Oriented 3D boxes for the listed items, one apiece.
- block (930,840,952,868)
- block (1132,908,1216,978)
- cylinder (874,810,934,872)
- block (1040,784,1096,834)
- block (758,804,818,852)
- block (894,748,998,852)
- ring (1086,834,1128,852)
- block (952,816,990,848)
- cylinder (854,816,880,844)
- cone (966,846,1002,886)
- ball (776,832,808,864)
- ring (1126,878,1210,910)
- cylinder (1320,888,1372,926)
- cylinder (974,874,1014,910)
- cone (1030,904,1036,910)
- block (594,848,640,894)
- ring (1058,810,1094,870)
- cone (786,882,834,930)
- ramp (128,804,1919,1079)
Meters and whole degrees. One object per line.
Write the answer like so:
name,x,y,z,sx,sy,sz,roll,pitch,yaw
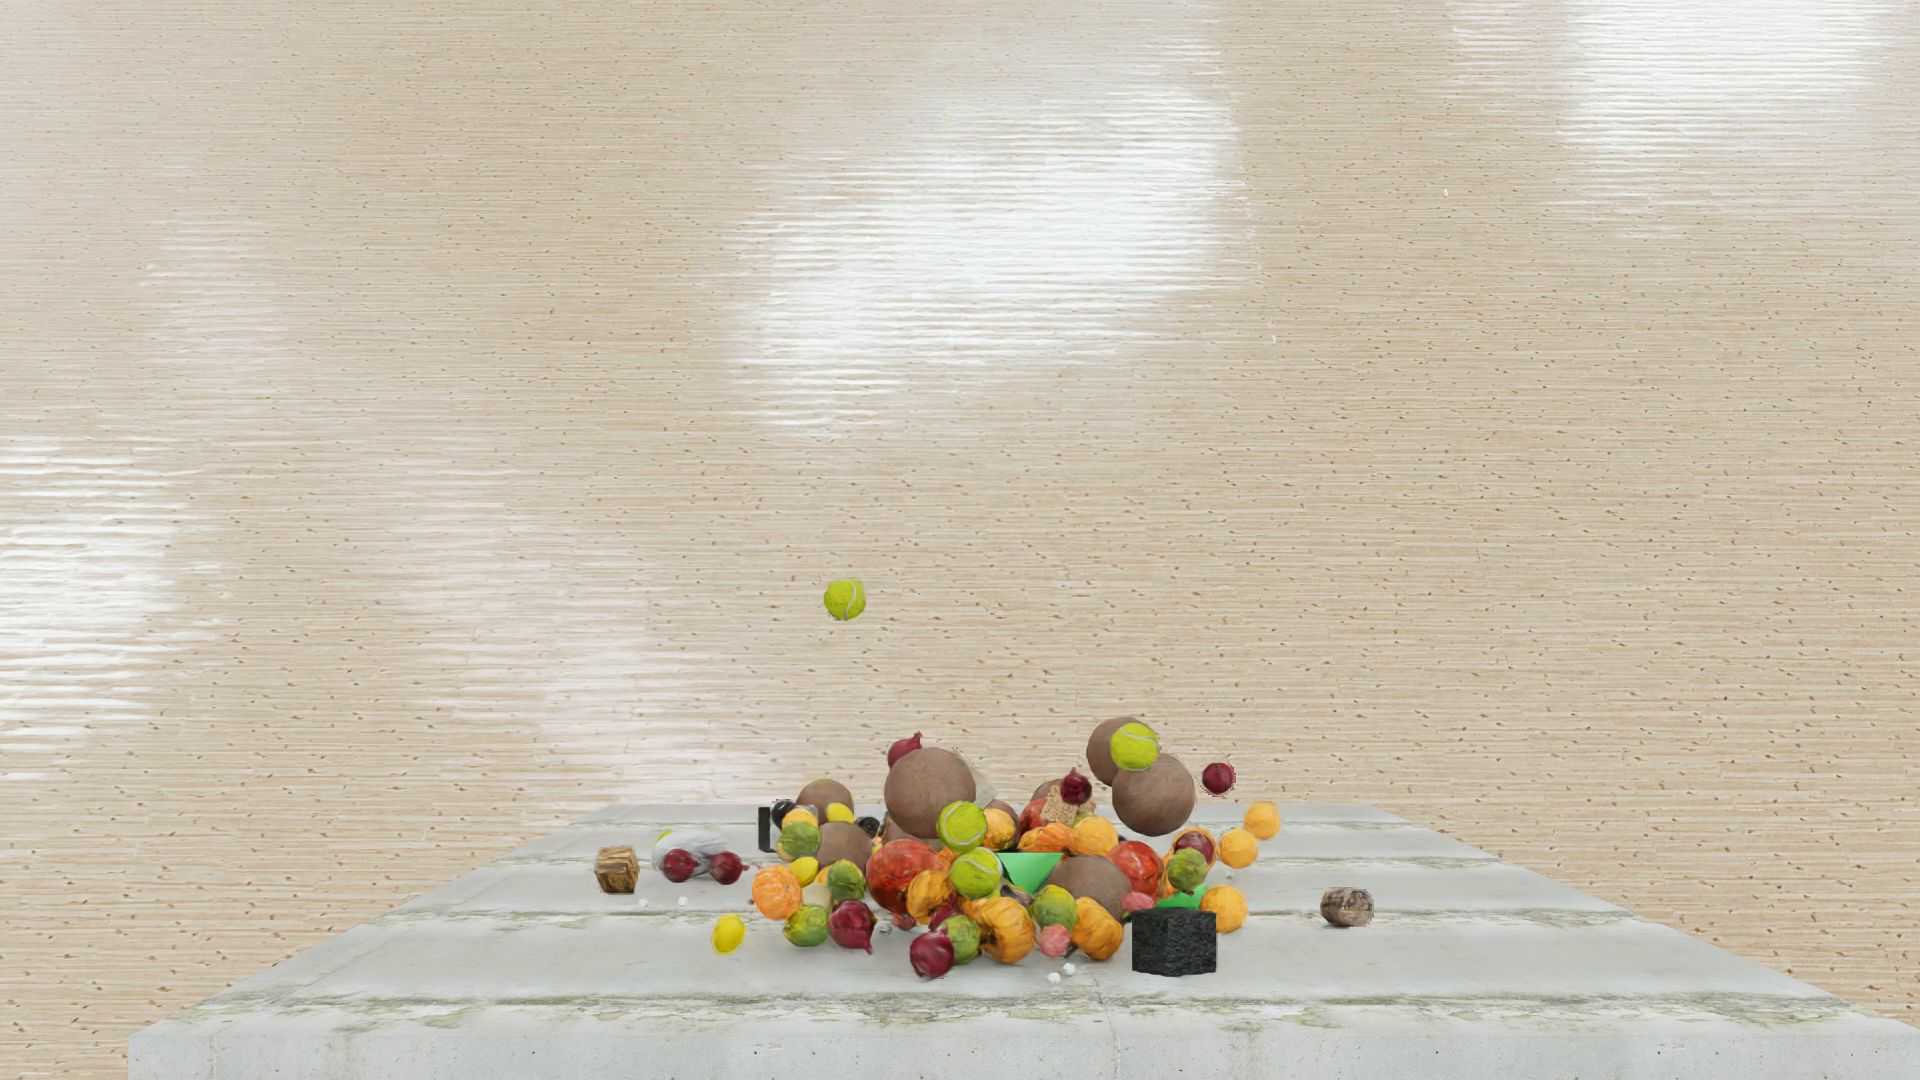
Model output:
block,-0.051,0.587,4.983,0.059,0.059,0.059,0,57,10
block,0.282,0.530,3.431,0.079,0.079,0.079,1,-3,-34
cylinder,-0.099,0.565,4.876,0.098,0.098,0.098,13,37,8
block,0.199,0.499,4.779,0.067,0.067,0.067,10,69,31
block,-0.356,0.597,5.374,0.091,0.091,0.091,-1,-2,23
block,-0.020,0.389,3.884,0.093,0.093,0.093,45,26,4
ring,0.292,0.624,5.359,0.105,0.035,0.105,1,-3,0
block,0.021,0.613,5.457,0.064,0.064,0.064,-1,-3,32
cylinder,-0.199,0.623,5.594,0.055,0.055,0.055,-8,-1,-11
cone,0.024,0.525,4.075,0.063,0.063,0.063,22,40,-19
ball,-0.327,0.598,5.058,0.061,0.061,0.061,0,36,0
ring,0.337,0.577,4.227,0.136,0.045,0.136,-1,-3,0
cylinder,0.589,0.561,3.966,0.055,0.055,0.055,-23,7,-28
cylinder,0.055,0.550,4.089,0.053,0.053,0.053,-11,12,-15
cone,0.123,0.583,4.221,0.072,0.072,0.072,-6,26,-8
block,-0.588,0.567,4.462,0.055,0.055,0.055,-4,43,13
ring,0.210,0.541,4.681,0.039,0.116,0.116,21,40,9
cone,-0.208,0.539,3.735,0.074,0.074,0.074,-9,16,-13
ramp,0.079,0.674,4.874,2.000,0.100,4.000,0,-2,0
